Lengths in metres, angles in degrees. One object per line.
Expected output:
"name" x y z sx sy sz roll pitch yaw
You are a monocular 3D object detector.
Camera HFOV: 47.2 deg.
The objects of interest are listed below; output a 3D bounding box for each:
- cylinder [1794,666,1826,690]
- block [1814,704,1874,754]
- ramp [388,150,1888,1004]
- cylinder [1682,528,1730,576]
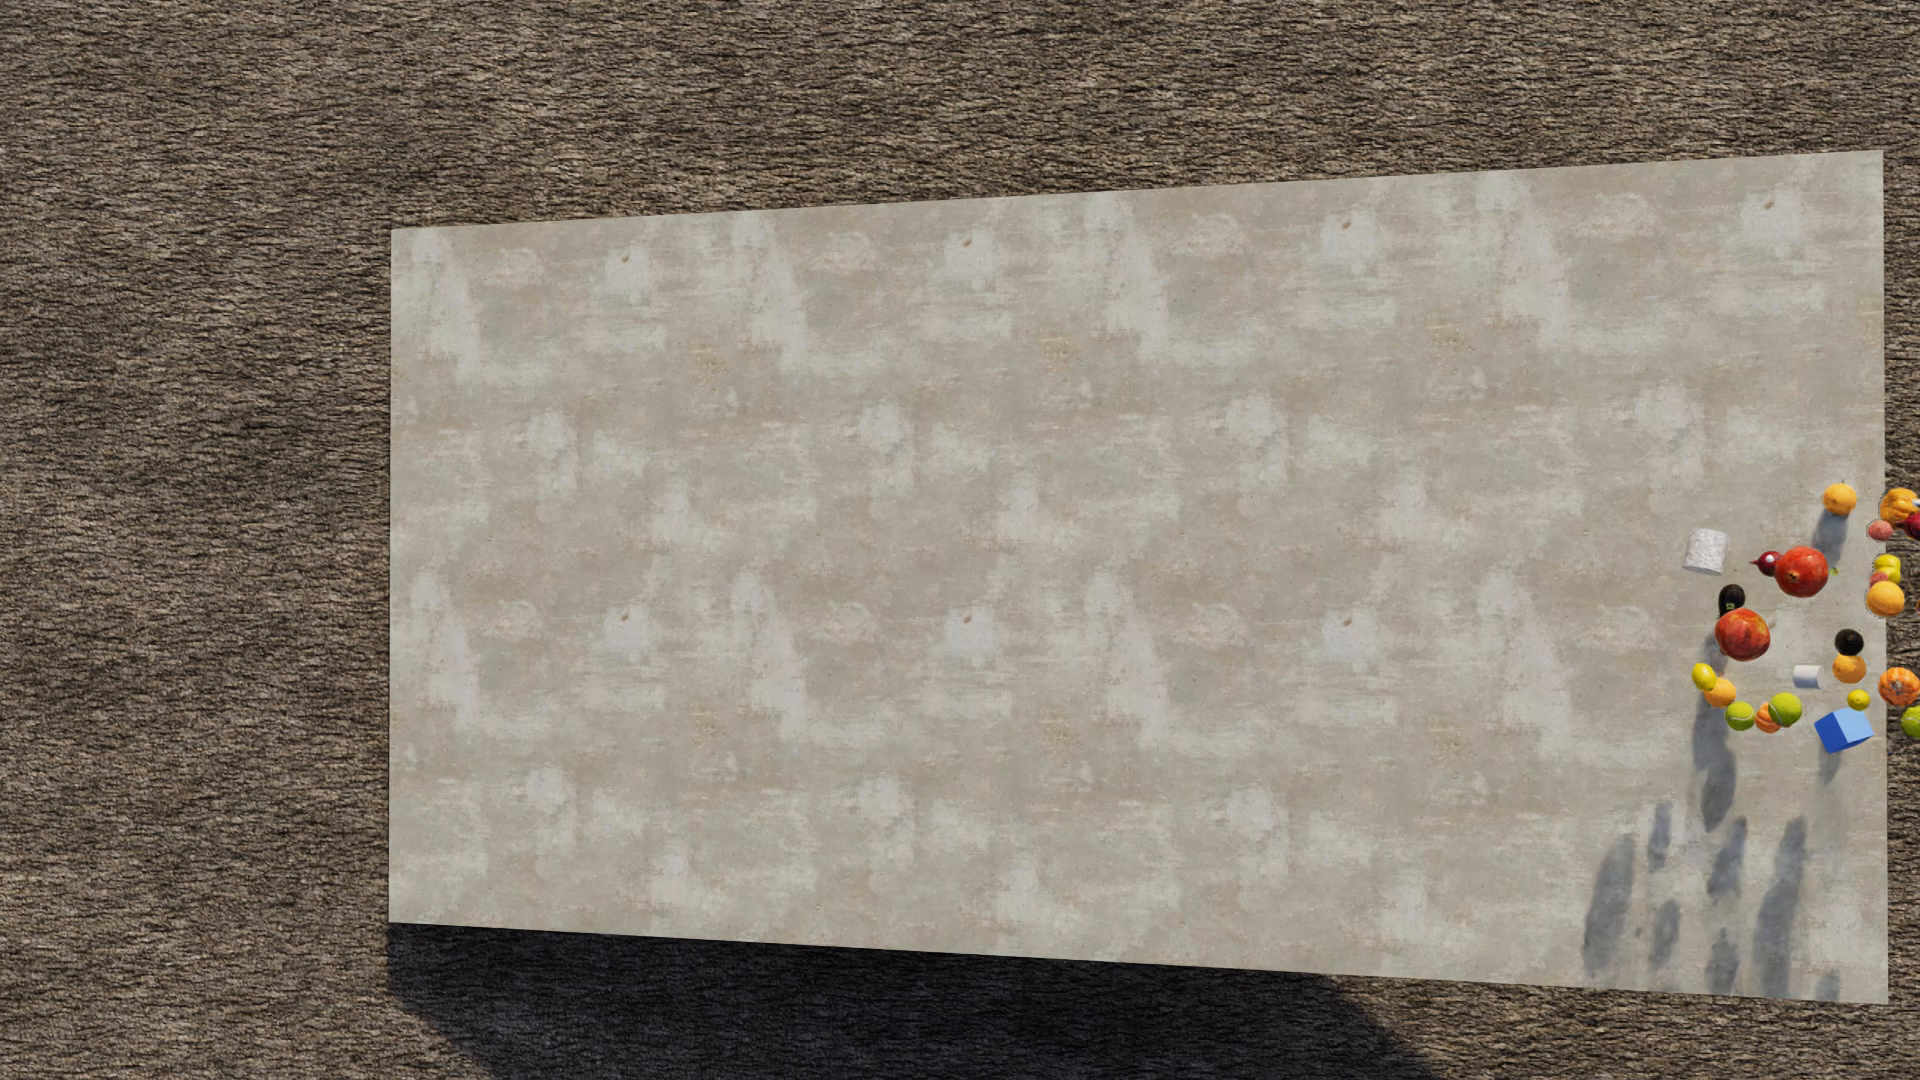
"cylinder" 1.911 0.309 4.948 0.053 0.053 0.053 -1 89 40
"block" 1.733 0.371 4.313 0.066 0.066 0.066 -12 69 -20
"ramp" 0.275 0.093 5.798 4.000 0.100 2.000 0 89 18
"cylinder" 1.685 0.027 4.966 0.088 0.088 0.088 13 84 0
